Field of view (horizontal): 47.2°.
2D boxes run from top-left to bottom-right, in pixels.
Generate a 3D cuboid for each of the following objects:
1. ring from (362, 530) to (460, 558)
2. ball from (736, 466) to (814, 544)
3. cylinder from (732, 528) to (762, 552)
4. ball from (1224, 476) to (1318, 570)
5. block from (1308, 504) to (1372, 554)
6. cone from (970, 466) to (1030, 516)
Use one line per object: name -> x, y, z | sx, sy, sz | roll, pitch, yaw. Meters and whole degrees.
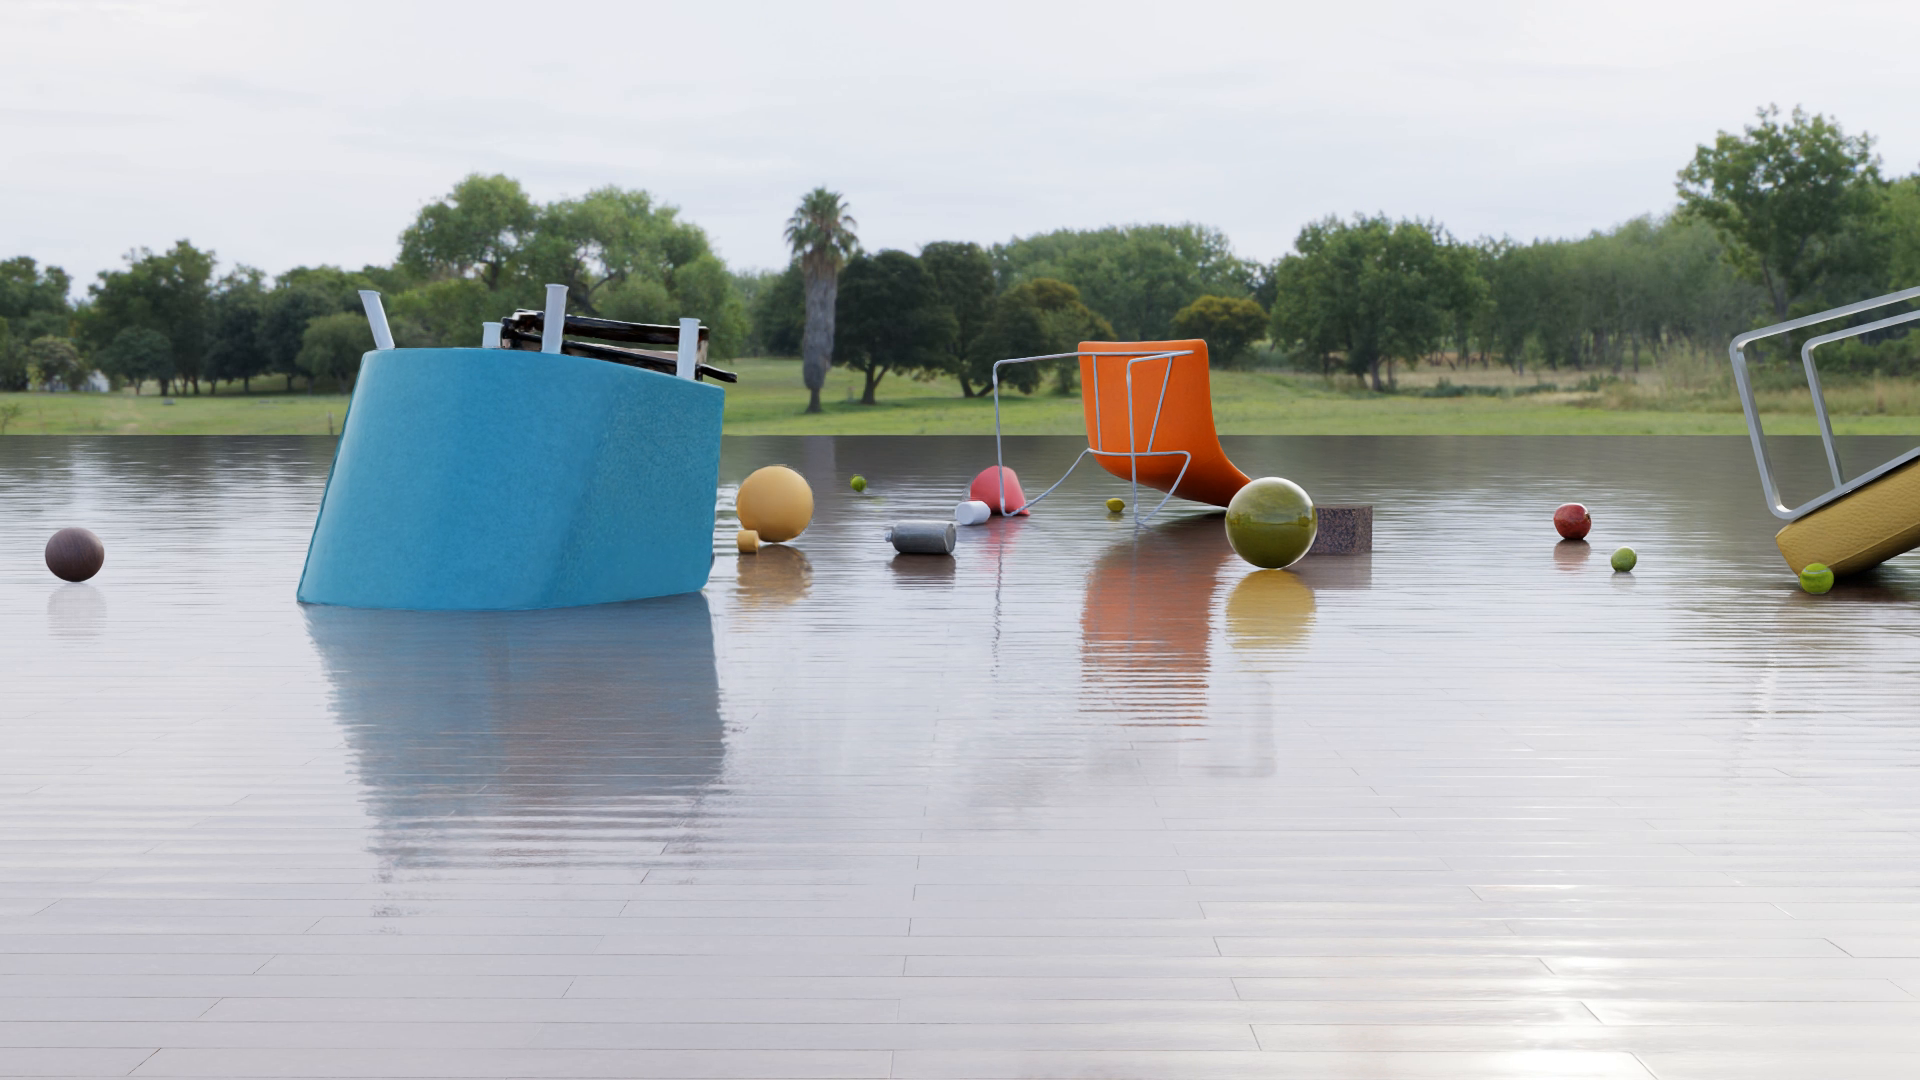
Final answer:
ring -> -1.485, 0.009, 5.946 | 0.258, 0.067, 0.256 | 0, 3, 14
ball -> -0.537, -0.102, 6.385 | 0.226, 0.226, 0.226 | 0, 4, 0
cylinder -> -0.583, 0.004, 6.047 | 0.050, 0.060, 0.074 | -26, -26, 19
ball -> 0.776, -0.042, 5.485 | 0.230, 0.230, 0.230 | 0, 4, 0
block -> 1.022, -0.033, 6.132 | 0.211, 0.122, 0.186 | 2, 4, 25
cone -> 0.186, -0.135, 7.886 | 0.229, 0.184, 0.217 | 15, 16, -45
